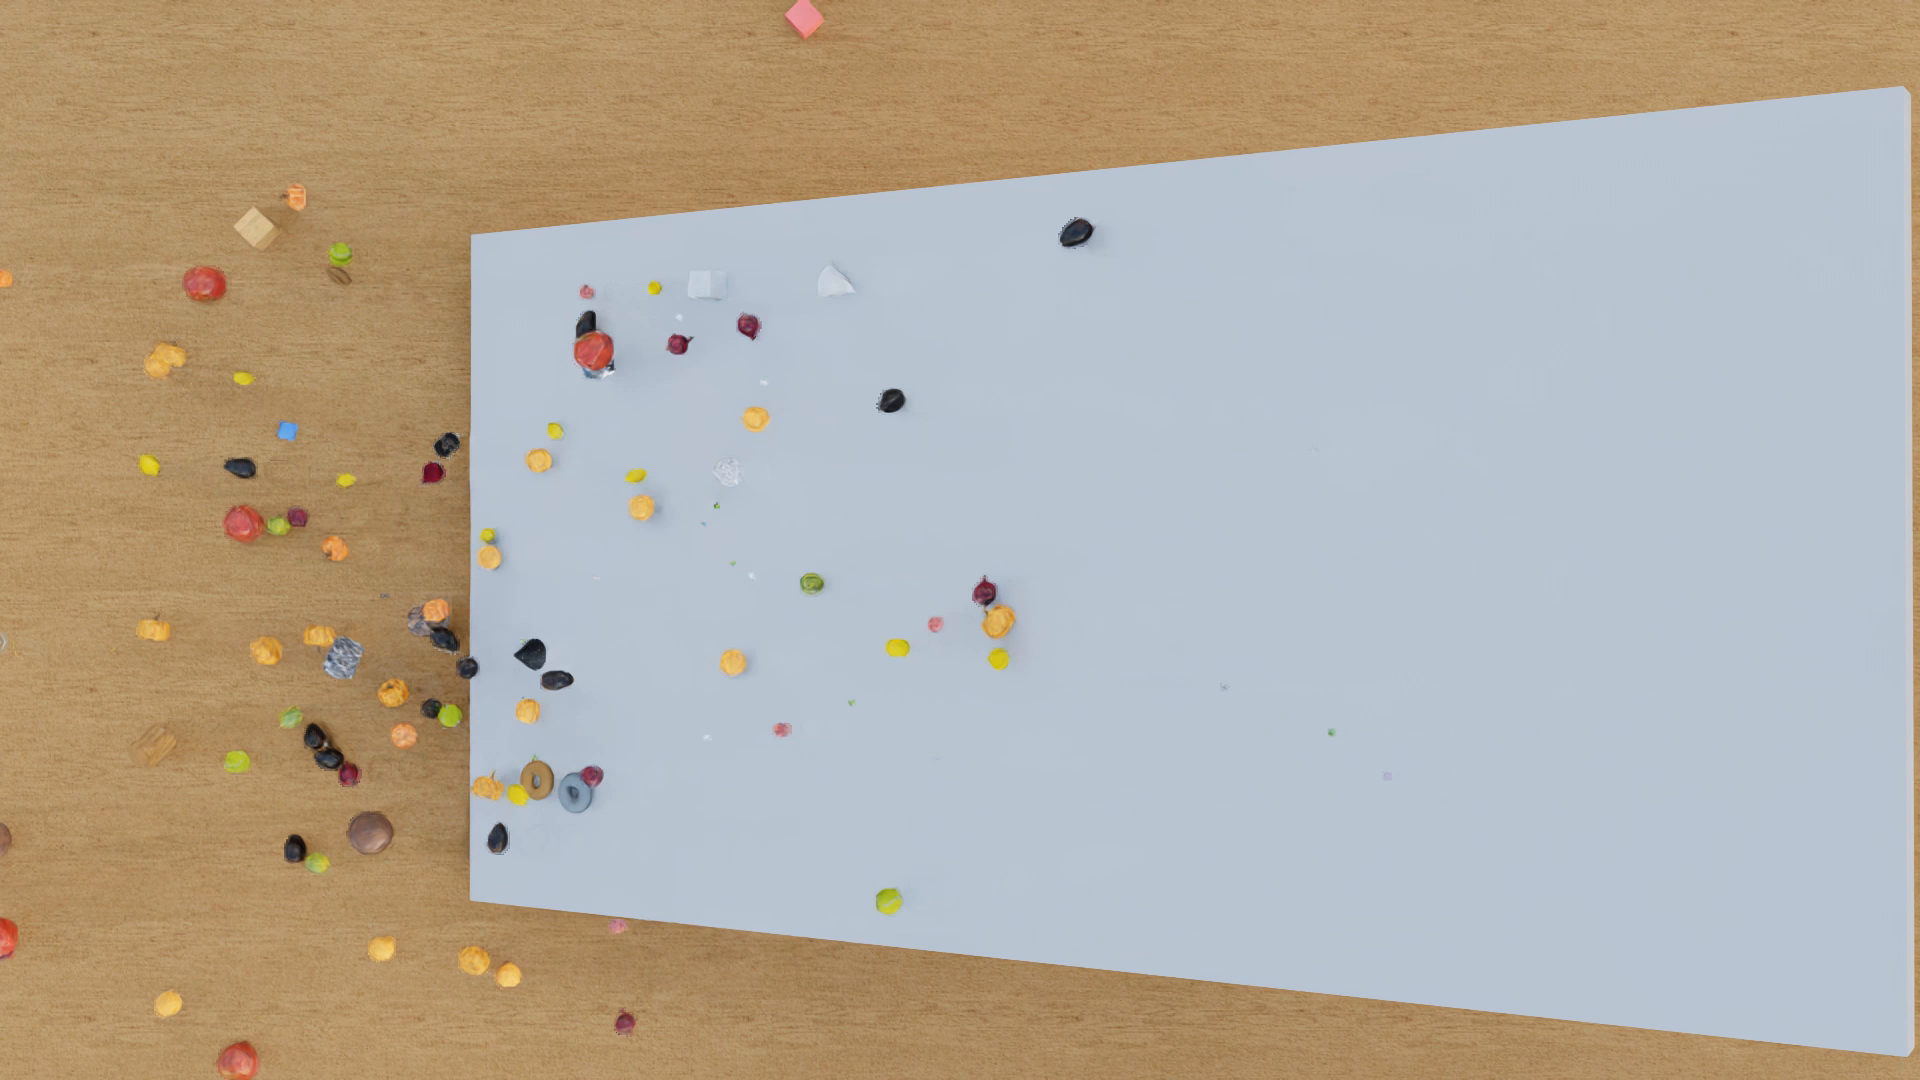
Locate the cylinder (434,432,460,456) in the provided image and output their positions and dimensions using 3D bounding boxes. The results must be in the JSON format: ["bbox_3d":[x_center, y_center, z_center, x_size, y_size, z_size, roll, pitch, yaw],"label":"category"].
[{"bbox_3d":[-1.543,-0.287,6.612,0.053,0.053,0.053,36,51,0],"label":"cylinder"}]

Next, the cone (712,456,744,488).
[{"bbox_3d":[-0.660,-0.190,6.065,0.088,0.088,0.088,0,89,31],"label":"cone"}]

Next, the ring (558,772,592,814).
[{"bbox_3d":[-1.113,0.731,6.361,0.118,0.039,0.118,1,91,31],"label":"ring"}]

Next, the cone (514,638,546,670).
[{"bbox_3d":[-1.275,0.336,6.431,0.094,0.094,0.094,0,89,31],"label":"cone"}]

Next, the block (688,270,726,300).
[{"bbox_3d":[-0.701,-0.708,6.103,0.074,0.074,0.074,3,91,31],"label":"block"}]

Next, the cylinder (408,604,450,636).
[{"bbox_3d":[-1.601,0.240,6.627,0.090,0.090,0.090,-9,89,39],"label":"cylinder"}]

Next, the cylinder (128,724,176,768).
[{"bbox_3d":[-2.426,0.621,6.605,0.094,0.094,0.094,36,48,0],"label":"cylinder"}]

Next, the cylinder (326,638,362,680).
[{"bbox_3d":[-1.858,0.357,6.627,0.092,0.092,0.092,18,118,0],"label":"cylinder"}]

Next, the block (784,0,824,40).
[{"bbox_3d":[-0.473,-1.583,6.668,0.080,0.080,0.080,-44,90,0],"label":"block"}]

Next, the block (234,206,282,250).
[{"bbox_3d":[-2.126,-0.942,6.659,0.087,0.087,0.087,45,90,0],"label":"block"}]

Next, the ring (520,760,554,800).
[{"bbox_3d":[-1.238,0.704,6.437,0.117,0.039,0.117,1,91,31],"label":"ring"}]

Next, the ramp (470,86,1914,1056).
[{"bbox_3d":[0.264,0.073,5.611,4.000,0.100,2.000,0,89,31],"label":"ramp"}]

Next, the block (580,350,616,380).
[{"bbox_3d":[-1.041,-0.504,6.314,0.064,0.064,0.064,-24,77,29],"label":"block"}]

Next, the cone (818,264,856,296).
[{"bbox_3d":[-0.315,-0.677,5.858,0.093,0.093,0.093,25,89,26],"label":"cone"}]

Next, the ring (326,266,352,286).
[{"bbox_3d":[-1.874,-0.796,6.637,0.080,0.080,0.027,27,69,0],"label":"ring"}]

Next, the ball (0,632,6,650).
[{"bbox_3d":[-2.927,0.307,6.655,0.070,0.070,0.070,0,89,0],"label":"ball"}]
